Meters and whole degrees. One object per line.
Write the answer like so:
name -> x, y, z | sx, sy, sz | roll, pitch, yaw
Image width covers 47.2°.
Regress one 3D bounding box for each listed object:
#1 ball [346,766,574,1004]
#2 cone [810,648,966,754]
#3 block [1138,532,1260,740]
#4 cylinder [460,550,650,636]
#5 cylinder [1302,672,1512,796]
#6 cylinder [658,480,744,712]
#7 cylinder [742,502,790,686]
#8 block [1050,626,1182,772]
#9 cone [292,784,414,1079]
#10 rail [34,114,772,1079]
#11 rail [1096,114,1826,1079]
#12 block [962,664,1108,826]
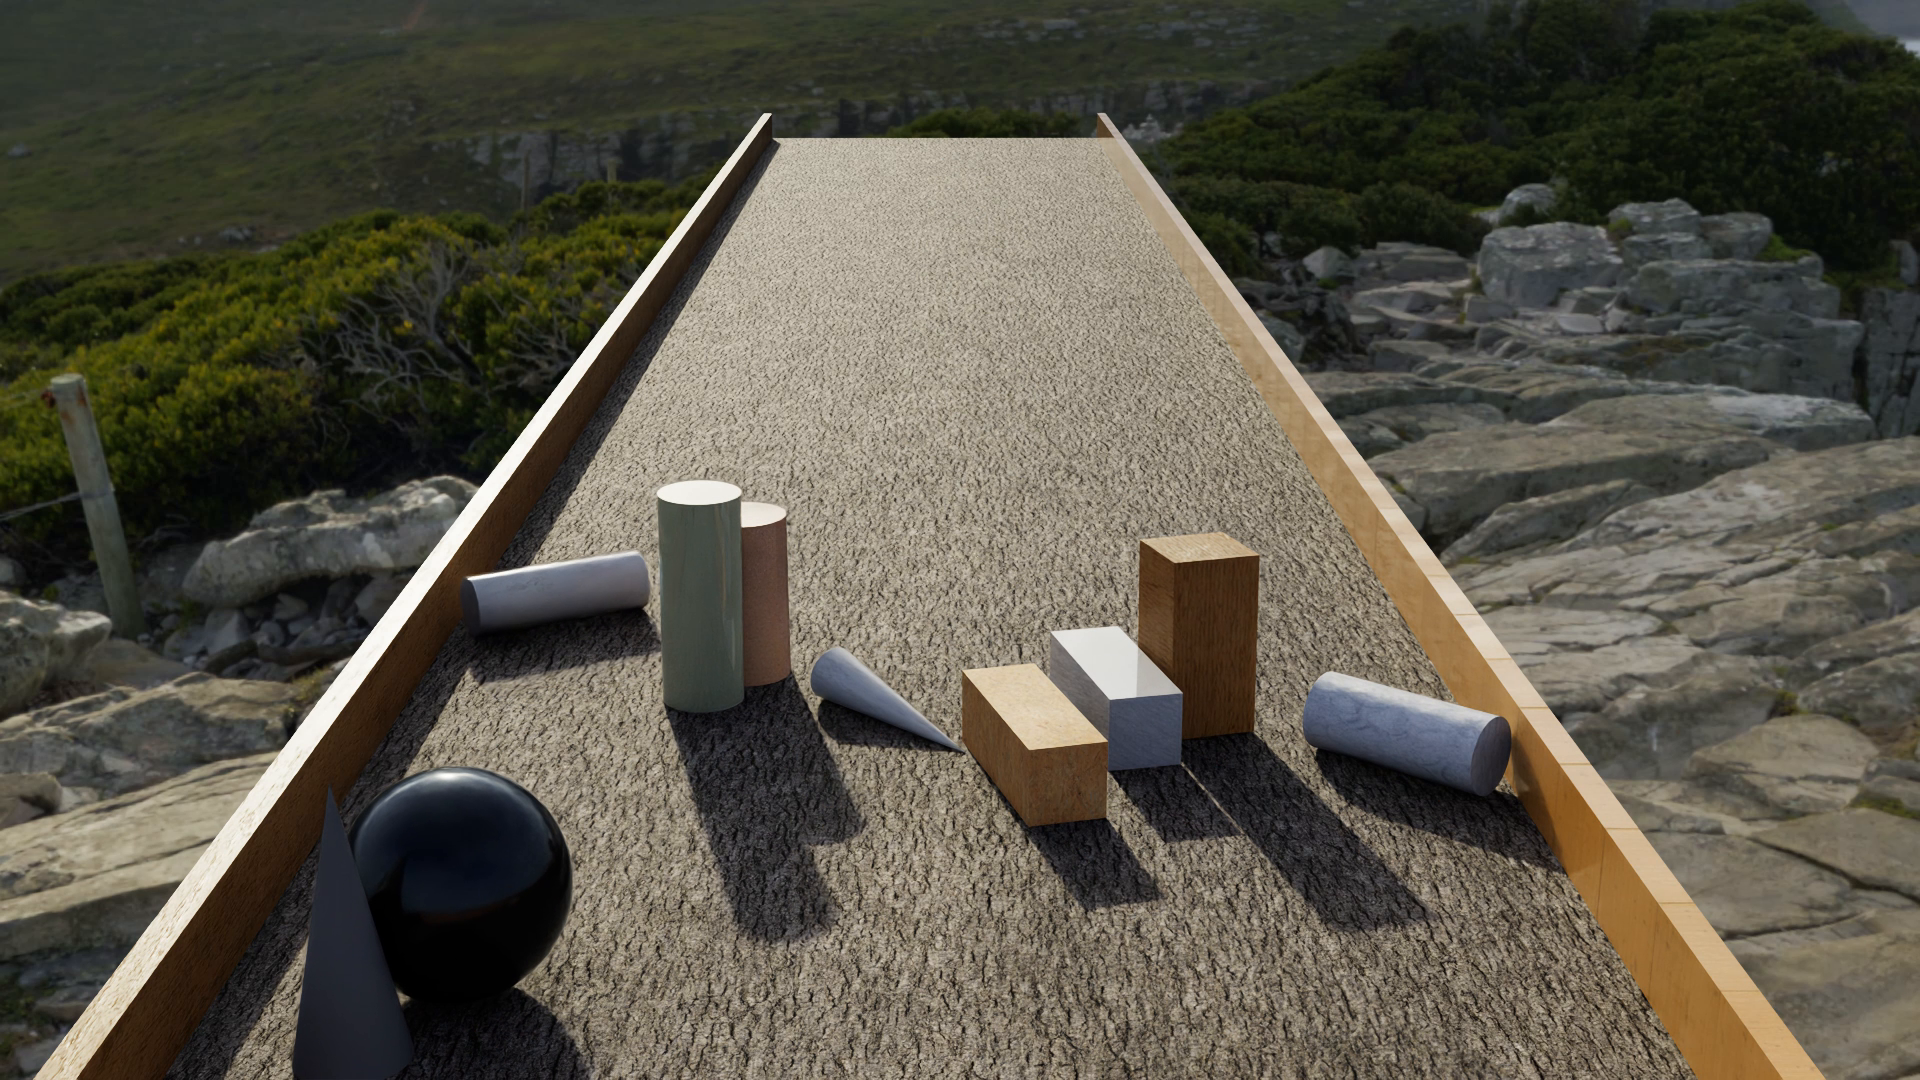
ball -> -0.702, 0.477, 3.050 | 0.326, 0.326, 0.326 | 0, 17, 0
cone -> -0.115, 0.318, 4.065 | 0.104, 0.104, 0.389 | -14, 30, -40
block -> 0.436, 0.175, 4.044 | 0.165, 0.336, 0.165 | -5, 16, -16
cylinder -> -0.851, 0.112, 4.634 | 0.374, 0.124, 0.124 | -10, 19, -29
cylinder -> 0.780, 0.336, 3.850 | 0.335, 0.140, 0.140 | 14, 22, 40
cylinder -> -0.487, 0.106, 4.144 | 0.155, 0.409, 0.155 | 1, 18, 0
cylinder -> -0.418, 0.105, 4.298 | 0.165, 0.324, 0.165 | 0, 18, 0
block -> 0.281, 0.285, 4.032 | 0.134, 0.134, 0.374 | -4, 17, -13
cone -> -0.805, 0.498, 2.862 | 0.158, 0.394, 0.158 | 0, 17, 0
rail -> -1.118, -0.838, 7.780 | 0.050, 0.150, 12.000 | 0, 17, -1
rail -> 0.932, -0.844, 7.801 | 0.050, 0.150, 12.000 | 0, 17, -1
block -> 0.124, 0.349, 3.814 | 0.136, 0.136, 0.396 | -5, 17, -15
